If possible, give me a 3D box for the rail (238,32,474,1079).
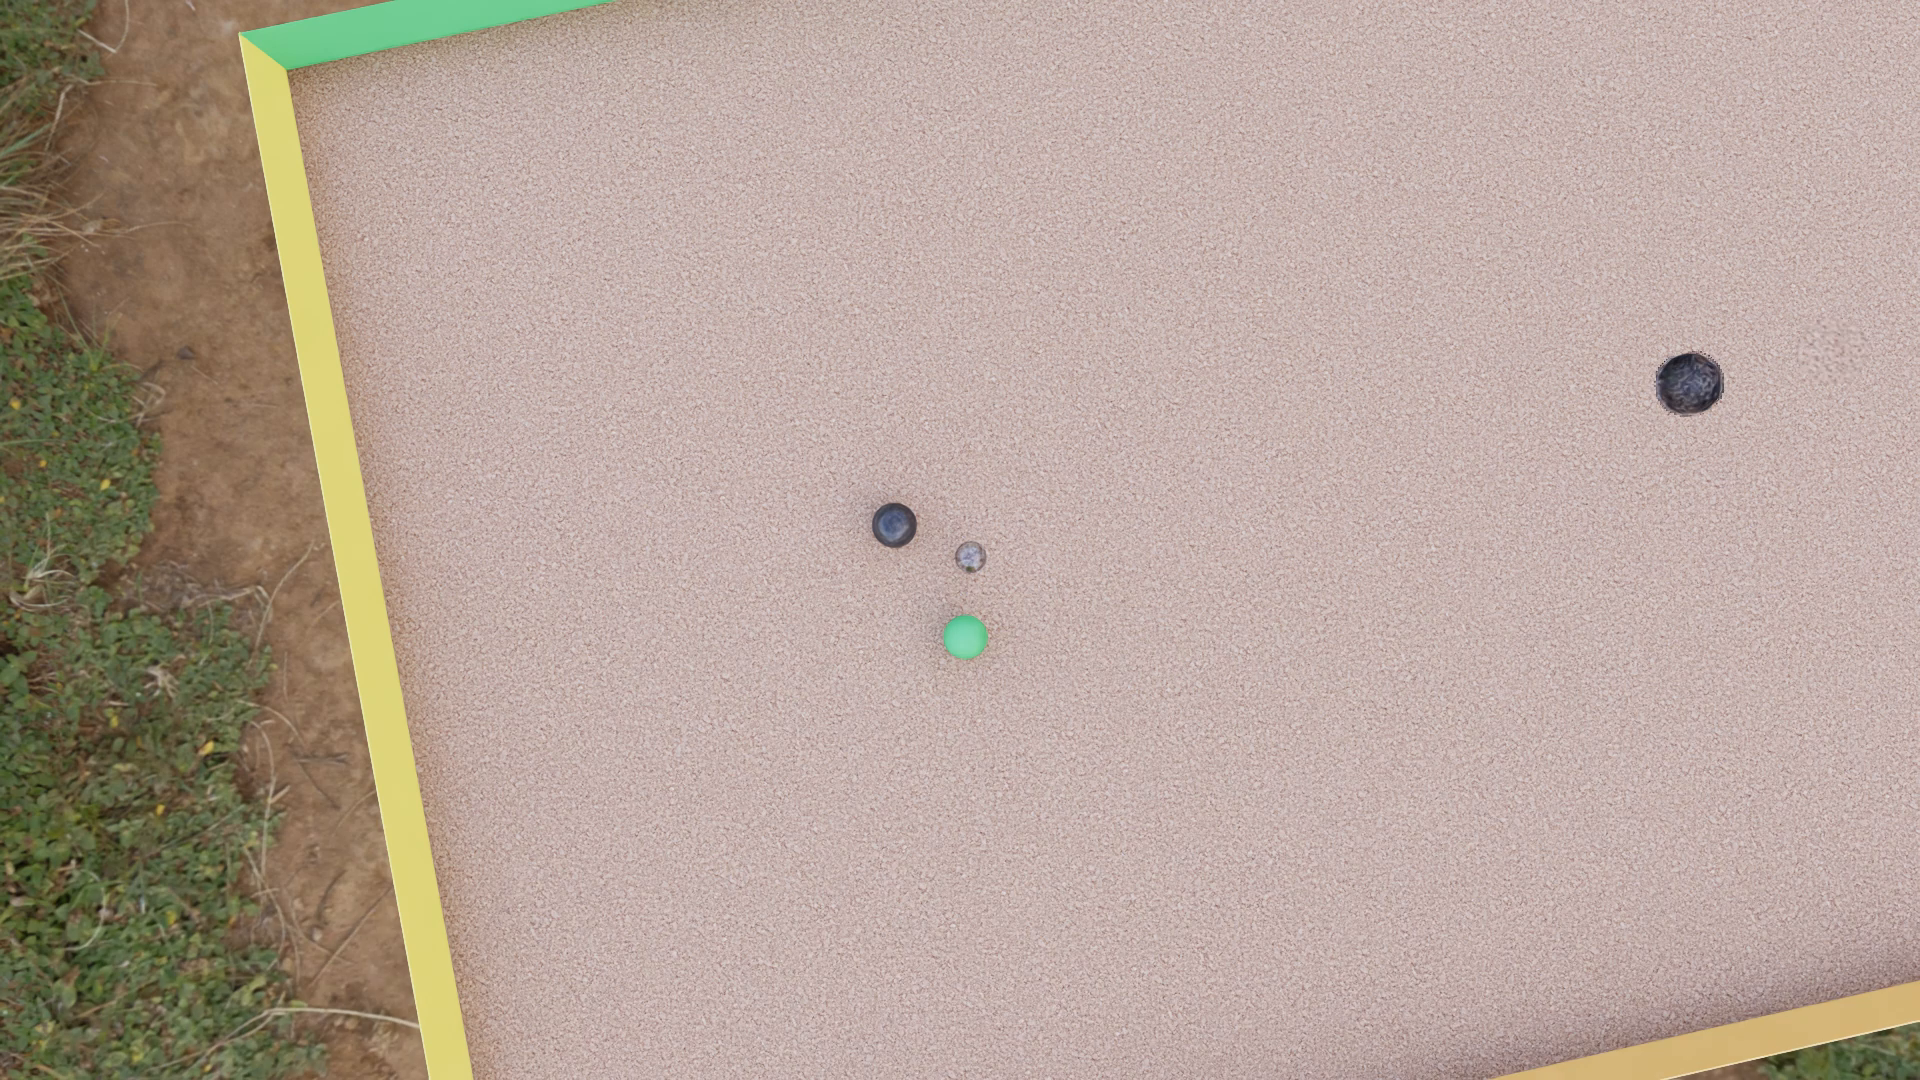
[{"bbox_3d":[-0.848,0.182,3.215,0.045,0.120,1.942,-12,82,-2],"label":"rail"}]

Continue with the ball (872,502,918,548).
[{"bbox_3d":[-0.097,-0.022,3.273,0.068,0.068,0.068,0,82,0],"label":"ball"}]

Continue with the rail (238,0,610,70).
[{"bbox_3d":[0.665,-1.111,3.405,3.568,0.120,0.045,-12,82,-2],"label":"rail"}]

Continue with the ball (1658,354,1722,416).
[{"bbox_3d":[1.092,-0.233,3.291,0.093,0.093,0.093,0,82,0],"label":"ball"}]

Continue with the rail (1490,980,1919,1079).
[{"bbox_3d":[1.076,0.719,3.137,3.568,0.120,0.045,-12,82,-2],"label":"rail"}]

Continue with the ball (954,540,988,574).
[{"bbox_3d":[0.016,0.025,3.276,0.048,0.048,0.048,0,82,0],"label":"ball"}]

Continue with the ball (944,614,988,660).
[{"bbox_3d":[0.008,0.143,3.249,0.066,0.066,0.066,0,82,0],"label":"ball"}]
